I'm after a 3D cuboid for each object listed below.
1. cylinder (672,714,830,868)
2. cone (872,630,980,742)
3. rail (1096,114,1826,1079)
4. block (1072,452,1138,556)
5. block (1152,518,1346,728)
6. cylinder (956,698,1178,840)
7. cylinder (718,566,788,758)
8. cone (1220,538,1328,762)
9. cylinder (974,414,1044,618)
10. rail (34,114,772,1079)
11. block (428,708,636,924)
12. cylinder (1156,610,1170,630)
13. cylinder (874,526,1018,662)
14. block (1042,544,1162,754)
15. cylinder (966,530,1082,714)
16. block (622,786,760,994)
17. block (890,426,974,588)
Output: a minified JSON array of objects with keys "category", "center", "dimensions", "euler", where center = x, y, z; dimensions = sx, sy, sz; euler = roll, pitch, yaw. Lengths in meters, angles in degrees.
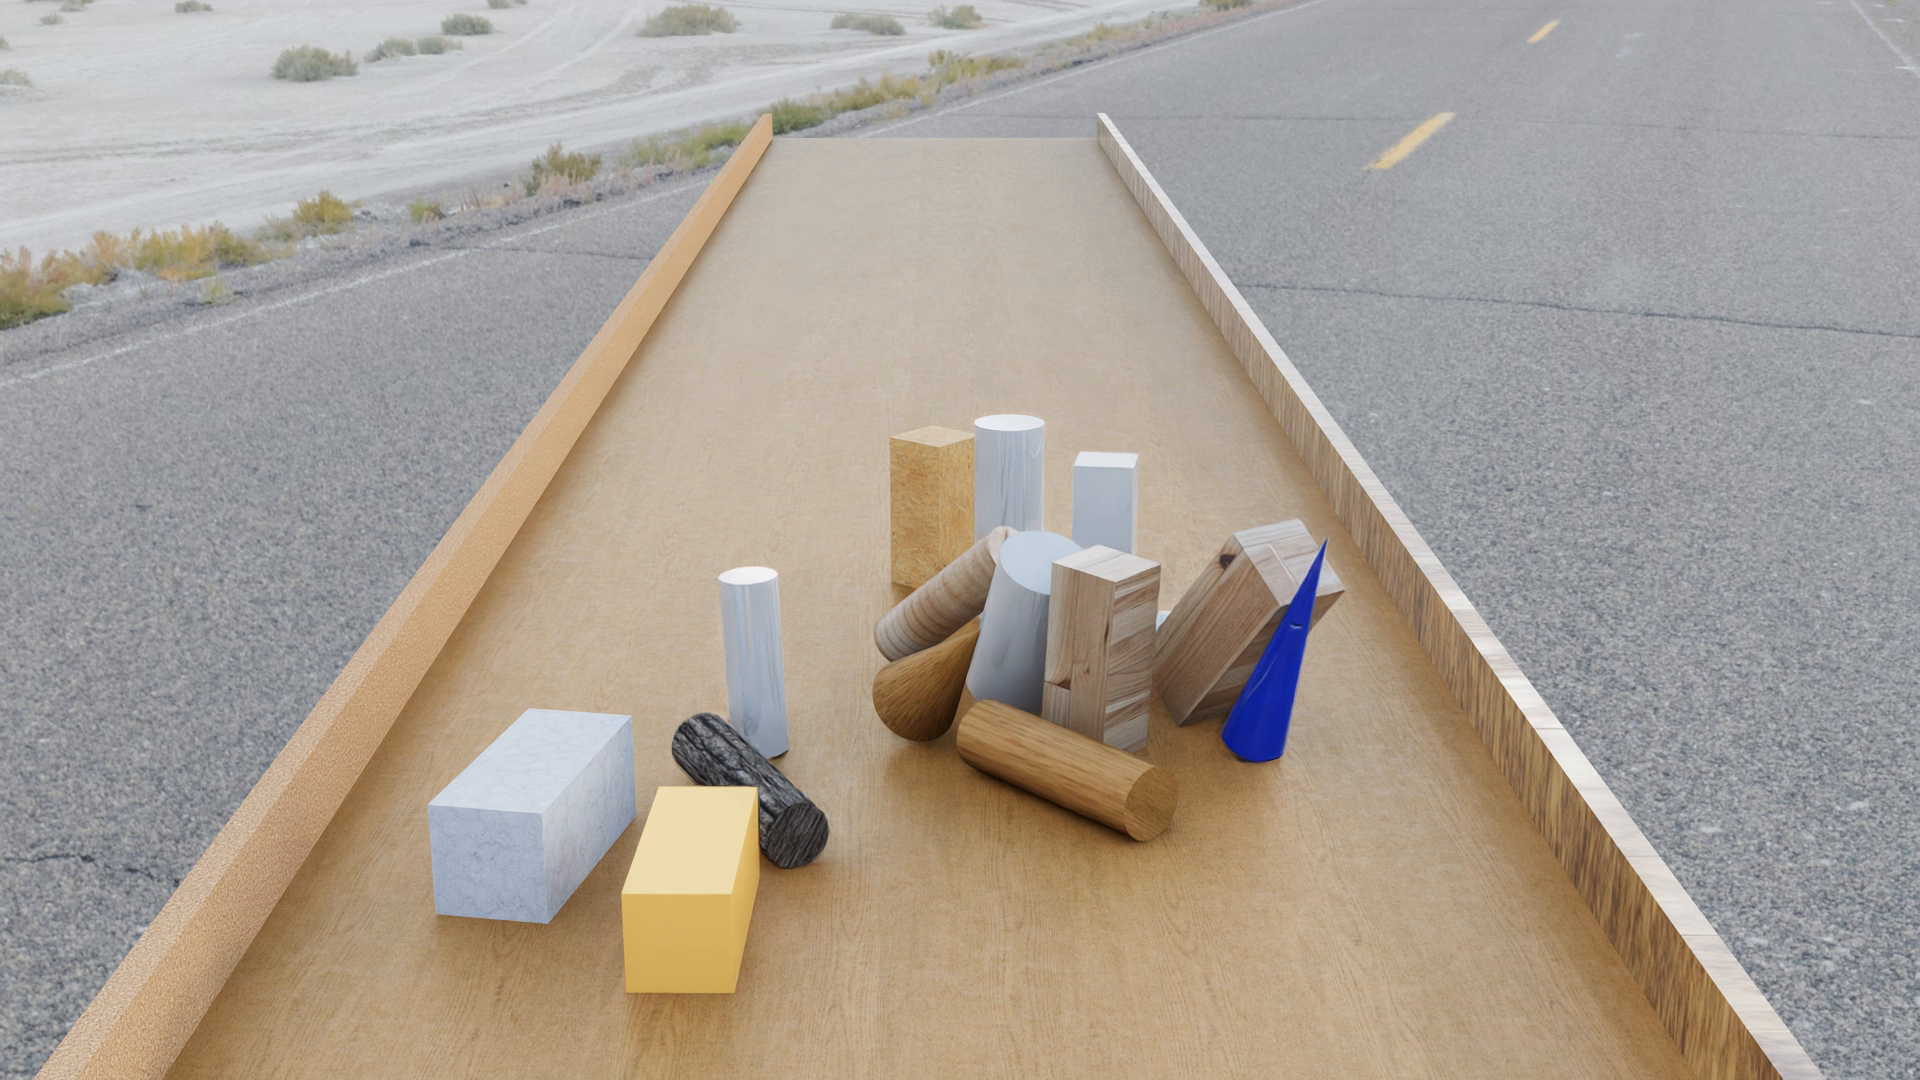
[{"category":"cylinder","center":[-0.354,0.410,3.655],"dimensions":[0.109,0.109,0.438],"euler":[-8,18,-25]},{"category":"cone","center":[-0.024,0.222,3.900],"dimensions":[0.165,0.165,0.311],"euler":[-10,-22,-29]},{"category":"rail","center":[0.932,-0.844,7.801],"dimensions":[0.050,0.150,12.000],"euler":[0,17,-1]},{"category":"block","center":[0.290,0.031,4.425],"dimensions":[0.118,0.397,0.118],"euler":[3,16,9]},{"category":"block","center":[0.505,0.153,4.001],"dimensions":[0.160,0.393,0.160],"euler":[-12,60,-35]},{"category":"cylinder","center":[0.176,0.383,3.717],"dimensions":[0.126,0.126,0.412],"euler":[-14,21,-39]},{"category":"cylinder","center":[-0.366,0.219,3.912],"dimensions":[0.103,0.326,0.103],"euler":[-2,16,1]},{"category":"cone","center":[0.572,0.176,3.824],"dimensions":[0.117,0.450,0.117],"euler":[10,33,-7]},{"category":"cylinder","center":[0.103,-0.045,4.647],"dimensions":[0.147,0.417,0.147],"euler":[0,17,0]},{"category":"rail","center":[-1.118,-0.838,7.780],"dimensions":[0.050,0.150,12.000],"euler":[0,17,-1]},{"category":"block","center":[-0.667,0.427,3.476],"dimensions":[0.179,0.179,0.407],"euler":[3,17,10]},{"category":"cylinder","center":[0.313,0.199,4.338],"dimensions":[0.450,0.126,0.126],"euler":[3,17,10]},{"category":"cylinder","center":[-0.014,0.112,4.265],"dimensions":[0.113,0.113,0.390],"euler":[-18,-15,-45]},{"category":"block","center":[0.248,0.206,3.905],"dimensions":[0.137,0.351,0.137],"euler":[18,24,36]},{"category":"cylinder","center":[0.125,0.156,4.071],"dimensions":[0.172,0.316,0.172],"euler":[8,41,-7]},{"category":"block","center":[-0.392,0.509,3.247],"dimensions":[0.152,0.152,0.378],"euler":[0,17,0]},{"category":"block","center":[-0.054,-0.069,4.876],"dimensions":[0.142,0.332,0.142],"euler":[14,21,38]}]
